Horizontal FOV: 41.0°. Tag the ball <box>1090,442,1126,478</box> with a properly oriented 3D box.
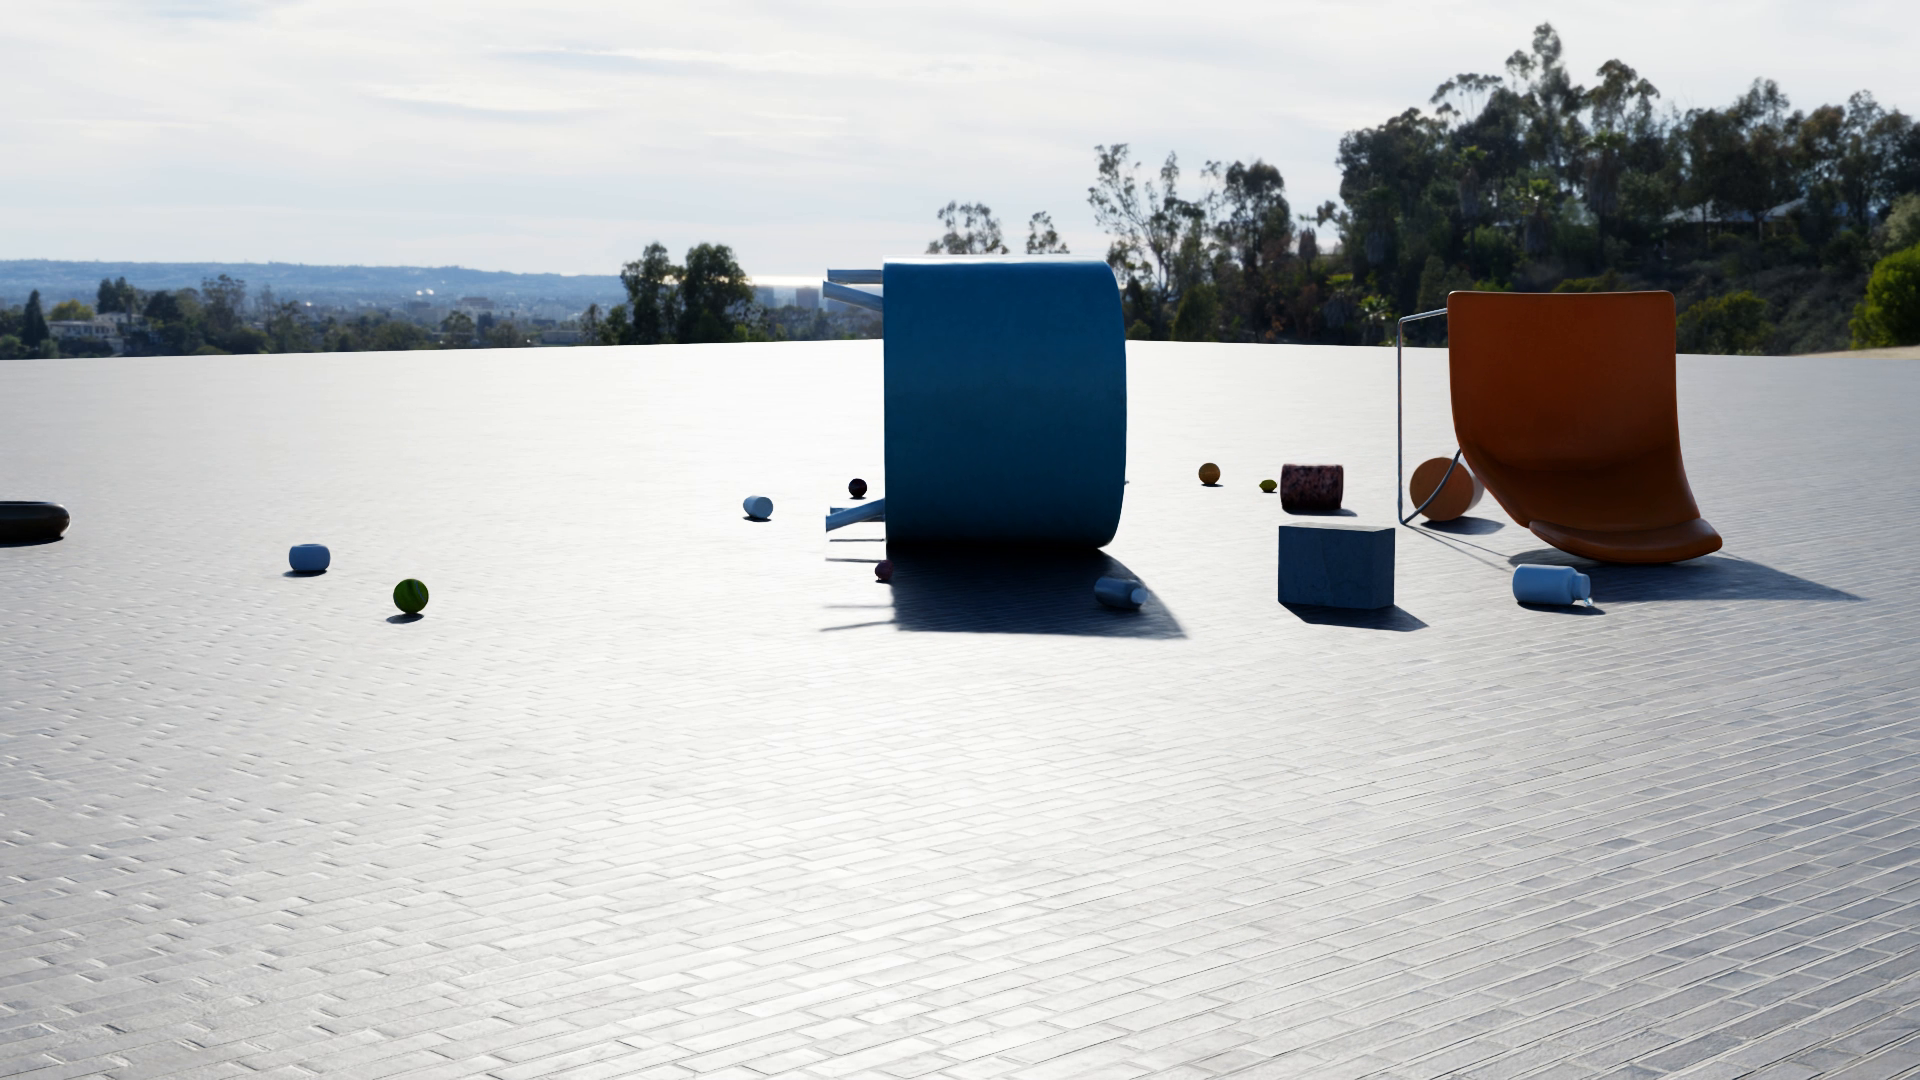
[{"bbox_3d":[0.483,-0.258,8.349,0.116,0.116,0.116,0,6,0],"label":"ball"}]

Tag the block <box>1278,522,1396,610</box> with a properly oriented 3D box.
[{"bbox_3d":[0.758,0.050,5.171,0.211,0.155,0.100,4,7,35],"label":"block"}]

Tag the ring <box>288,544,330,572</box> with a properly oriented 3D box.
[{"bbox_3d":[-1.459,0.039,5.757,0.101,0.057,0.083,2,8,34],"label":"ring"}]

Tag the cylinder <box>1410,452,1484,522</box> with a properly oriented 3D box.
[{"bbox_3d":[1.326,-0.146,6.978,0.172,0.173,0.198,25,13,16],"label":"cylinder"}]

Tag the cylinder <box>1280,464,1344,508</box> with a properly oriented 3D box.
[{"bbox_3d":[1.003,-0.153,7.311,0.164,0.120,0.131,2,20,15],"label":"cylinder"}]

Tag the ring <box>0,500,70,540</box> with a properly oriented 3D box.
[{"bbox_3d":[-2.379,-0.050,6.468,0.265,0.089,0.198,1,5,-4],"label":"ring"}]
